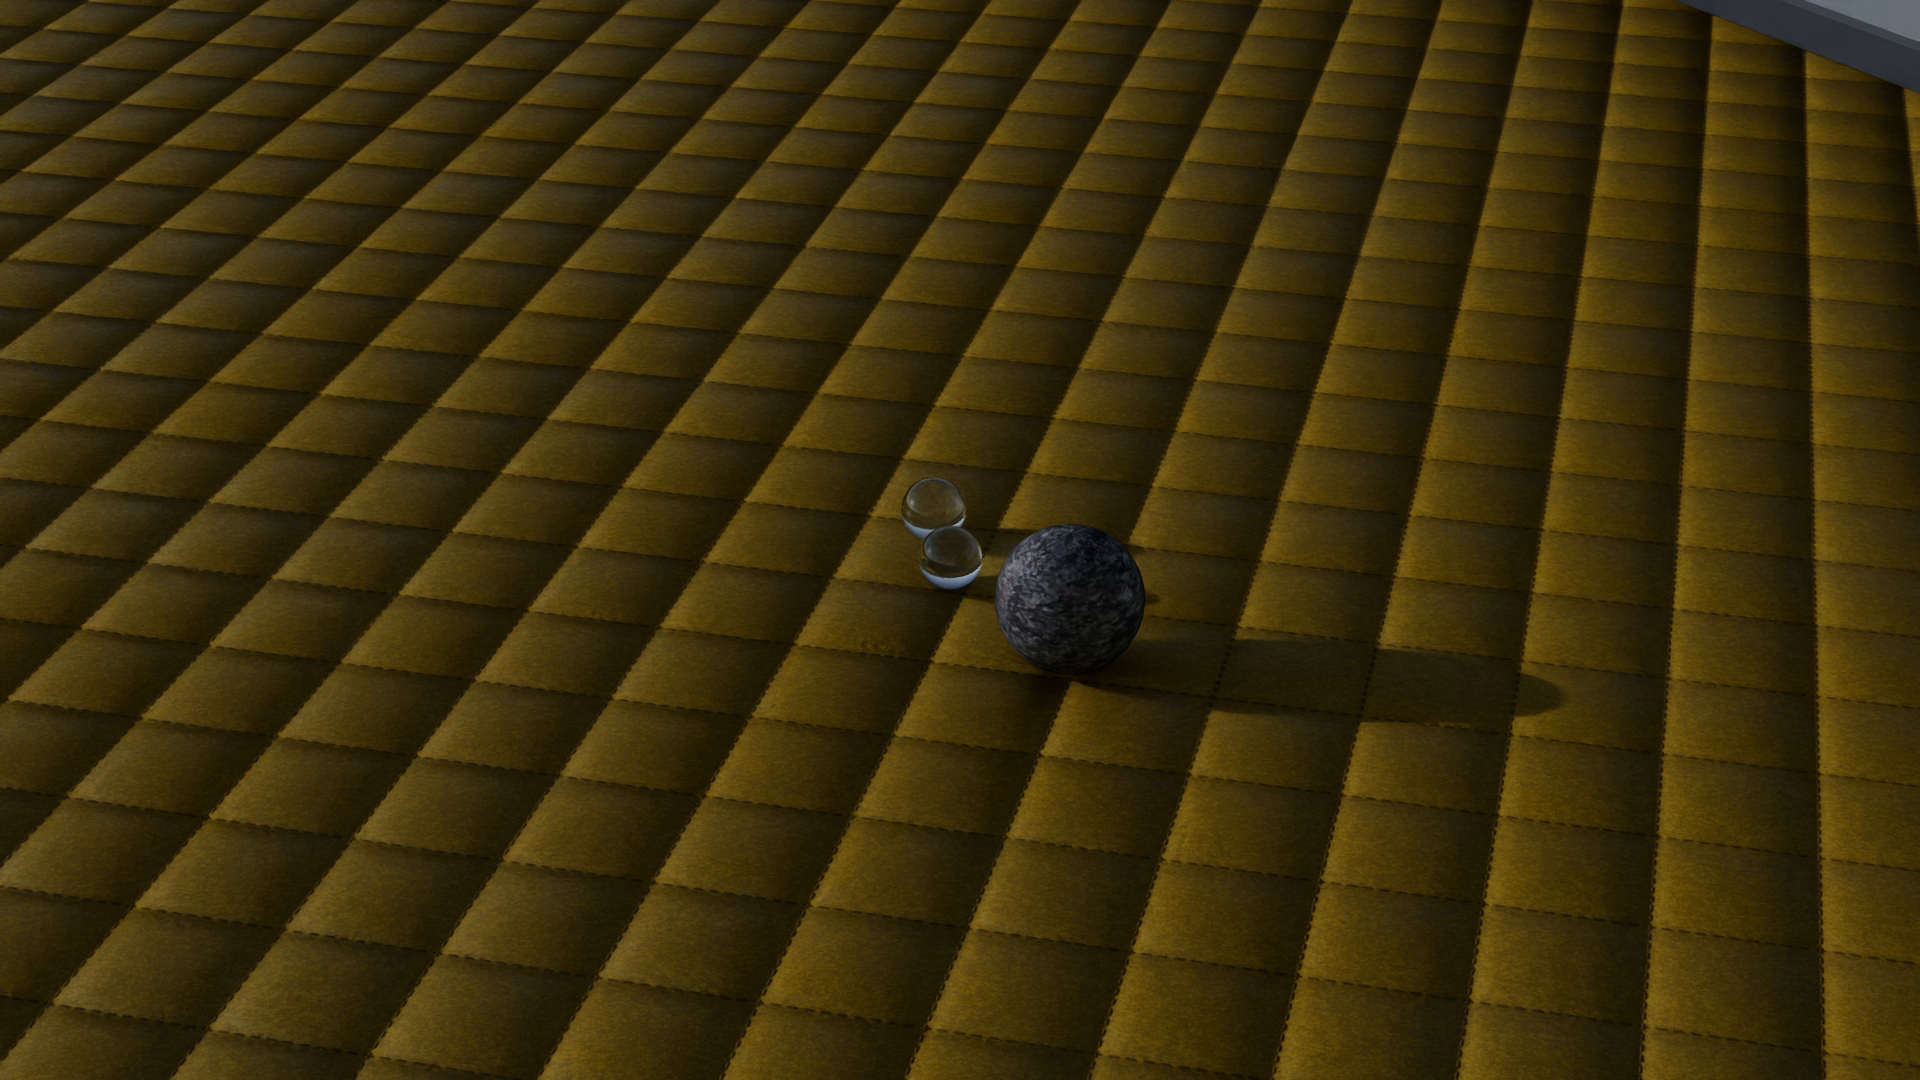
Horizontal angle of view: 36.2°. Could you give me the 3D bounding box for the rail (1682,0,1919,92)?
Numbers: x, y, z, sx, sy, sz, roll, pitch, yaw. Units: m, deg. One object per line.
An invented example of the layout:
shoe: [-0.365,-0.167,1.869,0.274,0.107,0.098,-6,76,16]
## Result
rail: [0.486,-0.763,3.244,0.045,0.119,4.311,-16,32,-27]

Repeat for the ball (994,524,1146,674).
ball: [0.067,0.036,1.789,0.092,0.092,0.092,0,28,0]

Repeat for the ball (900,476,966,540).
ball: [-0.017,-0.020,1.945,0.043,0.043,0.043,0,28,0]

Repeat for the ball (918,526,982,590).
ball: [-0.006,0.011,1.888,0.042,0.042,0.042,0,28,0]
